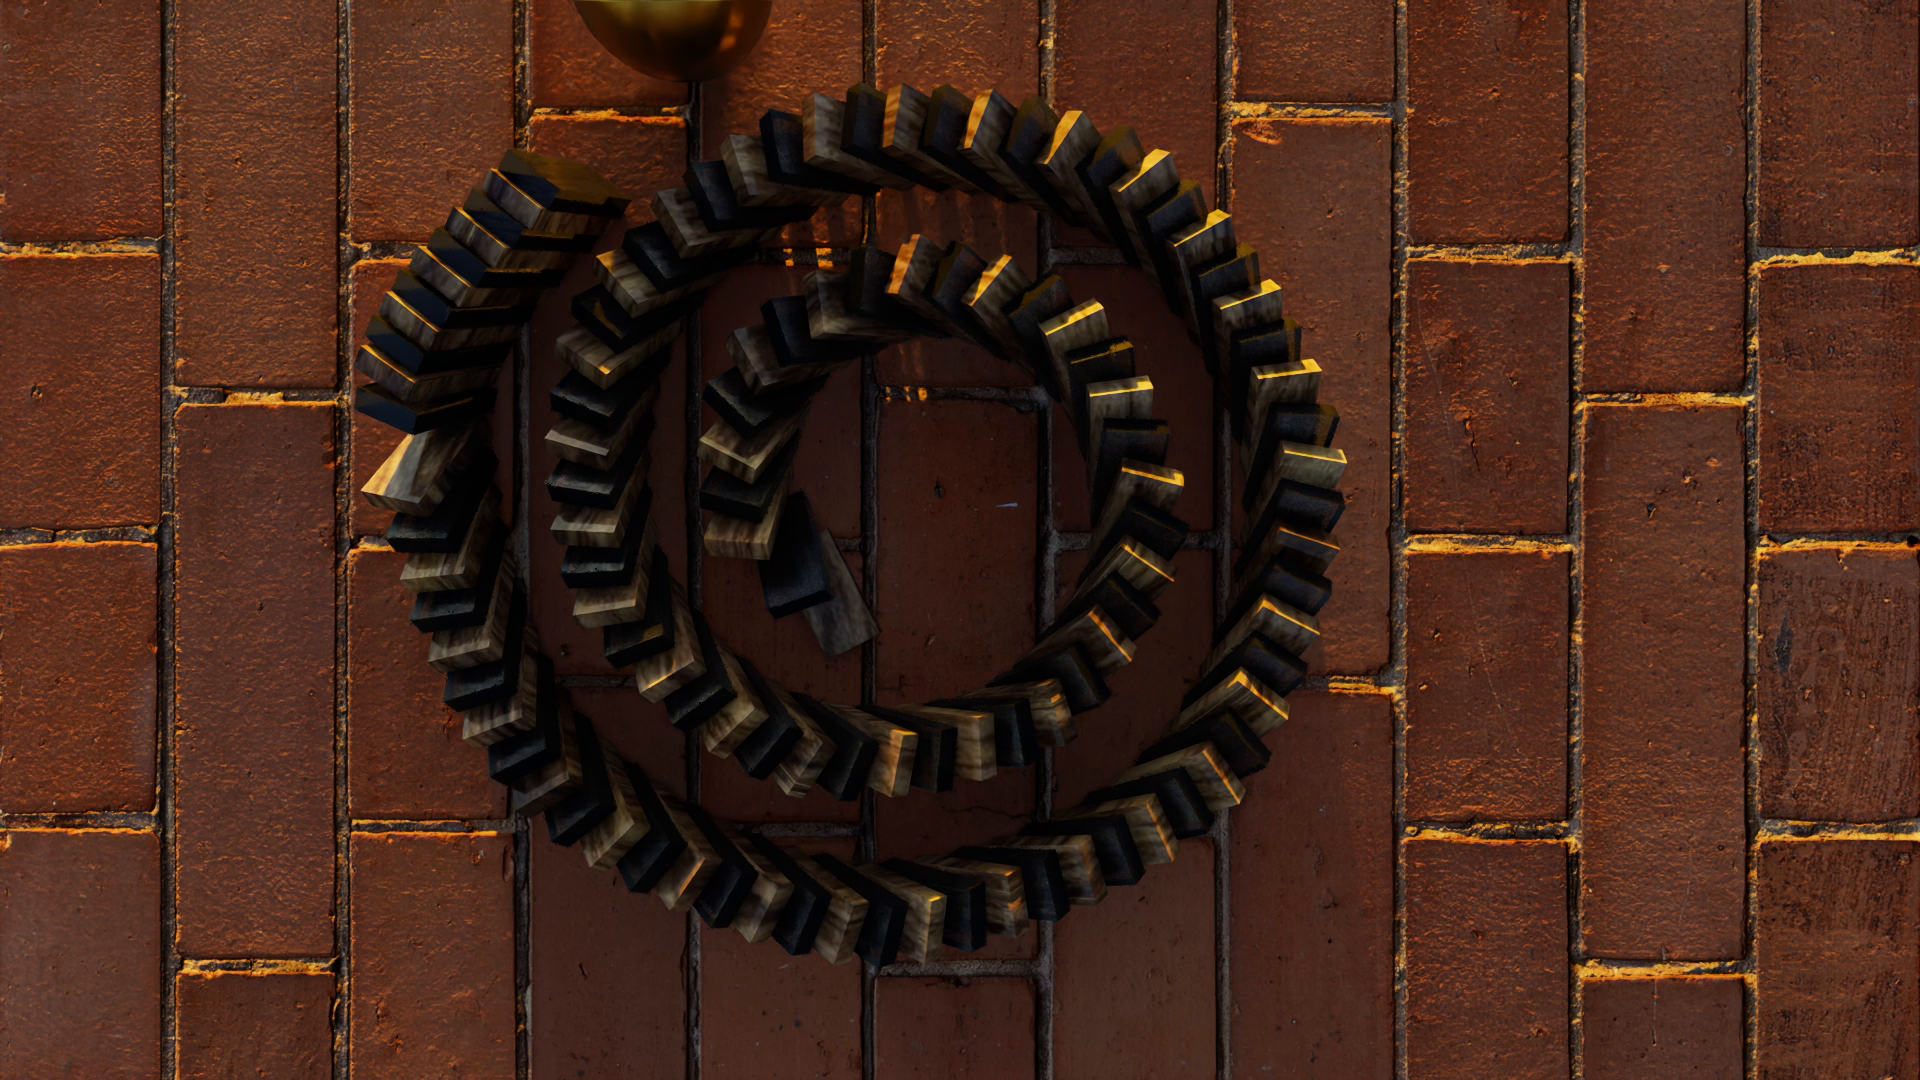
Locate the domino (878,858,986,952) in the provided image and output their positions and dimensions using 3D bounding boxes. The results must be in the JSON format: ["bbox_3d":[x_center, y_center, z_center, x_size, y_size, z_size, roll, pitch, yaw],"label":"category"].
[{"bbox_3d":[-0.012,0.151,0.381,0.050,0.009,0.025,-2,90,39],"label":"domino"}]

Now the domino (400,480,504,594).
[{"bbox_3d":[-0.210,-0.002,0.381,0.025,0.009,0.050,-6,51,0],"label":"domino"}]

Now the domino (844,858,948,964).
[{"bbox_3d":[-0.029,0.153,0.380,0.050,0.010,0.025,6,90,40],"label":"domino"}]

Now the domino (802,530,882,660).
[{"bbox_3d":[-0.057,0.023,0.395,0.025,0.010,0.050,-27,90,0],"label":"domino"}]

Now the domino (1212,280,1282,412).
[{"bbox_3d":[0.120,-0.080,0.381,0.025,0.010,0.050,-19,129,0],"label":"domino"}]

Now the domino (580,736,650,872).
[{"bbox_3d":[-0.149,0.109,0.381,0.025,0.010,0.050,-45,51,0],"label":"domino"}]

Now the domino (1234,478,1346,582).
[{"bbox_3d":[0.136,0.000,0.380,0.025,0.009,0.050,14,129,-1],"label":"domino"}]

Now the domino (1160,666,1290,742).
[{"bbox_3d":[0.109,0.076,0.381,0.025,0.009,0.050,38,129,0],"label":"domino"}]

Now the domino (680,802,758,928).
[{"bbox_3d":[-0.107,0.134,0.381,0.050,0.009,0.025,30,90,39],"label":"domino"}]

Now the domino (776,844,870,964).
[{"bbox_3d":[-0.061,0.150,0.380,0.050,0.010,0.025,19,91,39],"label":"domino"}]

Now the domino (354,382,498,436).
[{"bbox_3d":[-0.217,-0.058,0.375,0.025,0.050,0.009,24,111,0],"label":"domino"}]

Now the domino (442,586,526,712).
[{"bbox_3d":[-0.197,0.044,0.381,0.025,0.010,0.050,-17,51,0],"label":"domino"}]

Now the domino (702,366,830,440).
[{"bbox_3d":[-0.080,-0.064,0.380,0.025,0.009,0.050,43,47,0],"label":"domino"}]

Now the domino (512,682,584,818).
[{"bbox_3d":[-0.173,0.086,0.380,0.025,0.009,0.050,-30,51,0],"label":"domino"}]

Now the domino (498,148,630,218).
[{"bbox_3d":[-0.160,-0.145,0.375,0.025,0.050,0.009,38,110,0],"label":"domino"}]

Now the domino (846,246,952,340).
[{"bbox_3d":[-0.023,-0.102,0.379,0.050,0.009,0.025,5,90,-44],"label":"domino"}]

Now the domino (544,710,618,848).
[{"bbox_3d":[-0.161,0.098,0.380,0.025,0.009,0.050,-38,50,0],"label":"domino"}]

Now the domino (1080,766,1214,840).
[{"bbox_3d":[0.077,0.113,0.380,0.050,0.009,0.025,-30,91,39],"label":"domino"}]

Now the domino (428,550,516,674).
[{"bbox_3d":[-0.202,0.029,0.381,0.025,0.009,0.050,-14,51,0],"label":"domino"}]

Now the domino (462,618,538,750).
[{"bbox_3d":[-0.190,0.059,0.381,0.025,0.009,0.050,-20,51,0],"label":"domino"}]

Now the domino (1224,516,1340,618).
[{"bbox_3d":[0.133,0.015,0.381,0.025,0.010,0.050,18,129,0],"label":"domino"}]

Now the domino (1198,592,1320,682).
[{"bbox_3d":[0.123,0.046,0.381,0.025,0.009,0.050,27,129,0],"label":"domino"}]

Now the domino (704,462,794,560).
[{"bbox_3d":[-0.086,-0.014,0.379,0.025,0.010,0.050,5,45,1],"label":"domino"}]

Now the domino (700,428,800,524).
[{"bbox_3d":[-0.086,-0.030,0.379,0.025,0.010,0.050,15,46,0],"label":"domino"}]

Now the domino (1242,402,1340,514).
[{"bbox_3d":[0.136,-0.033,0.380,0.025,0.009,0.050,3,130,0],"label":"domino"}]

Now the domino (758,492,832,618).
[{"bbox_3d":[-0.071,0.006,0.383,0.025,0.010,0.050,-19,59,2],"label":"domino"}]

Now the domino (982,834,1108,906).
[{"bbox_3d":[0.035,0.137,0.381,0.050,0.009,0.025,-16,90,39],"label":"domino"}]

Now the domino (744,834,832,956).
[{"bbox_3d":[-0.077,0.146,0.381,0.050,0.010,0.025,23,90,39],"label":"domino"}]

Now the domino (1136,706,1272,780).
[{"bbox_3d":[0.100,0.091,0.380,0.025,0.010,0.050,49,130,0],"label":"domino"}]

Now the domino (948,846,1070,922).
[{"bbox_3d":[0.020,0.142,0.381,0.050,0.009,0.025,-13,90,39],"label":"domino"}]

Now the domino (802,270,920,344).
[{"bbox_3d":[-0.040,-0.096,0.379,0.050,0.010,0.025,-8,90,-43],"label":"domino"}]

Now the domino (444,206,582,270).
[{"bbox_3d":[-0.181,-0.123,0.375,0.025,0.050,0.009,38,110,0],"label":"domino"}]

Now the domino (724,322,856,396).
[{"bbox_3d":[-0.069,-0.079,0.380,0.050,0.010,0.025,-28,89,-42],"label":"domino"}]

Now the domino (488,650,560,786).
[{"bbox_3d":[-0.182,0.073,0.381,0.025,0.010,0.050,-27,51,0],"label":"domino"}]

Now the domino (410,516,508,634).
[{"bbox_3d":[-0.207,0.013,0.381,0.025,0.010,0.050,-8,51,0],"label":"domino"}]

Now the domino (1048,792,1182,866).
[{"bbox_3d":[0.063,0.122,0.380,0.050,0.009,0.025,-24,91,39],"label":"domino"}]

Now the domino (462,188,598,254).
[{"bbox_3d":[-0.174,-0.130,0.375,0.025,0.050,0.009,38,110,0],"label":"domino"}]

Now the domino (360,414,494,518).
[{"bbox_3d":[-0.219,-0.033,0.380,0.025,0.010,0.050,12,53,6],"label":"domino"}]

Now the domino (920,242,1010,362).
[{"bbox_3d":[0.009,-0.098,0.380,0.050,0.010,0.025,30,90,-43],"label":"domino"}]

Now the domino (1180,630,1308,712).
[{"bbox_3d":[0.117,0.062,0.381,0.025,0.010,0.050,33,129,0],"label":"domino"}]

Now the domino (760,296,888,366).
[{"bbox_3d":[-0.055,-0.088,0.380,0.050,0.010,0.025,-19,90,-41],"label":"domino"}]

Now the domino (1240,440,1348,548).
[{"bbox_3d":[0.137,-0.016,0.380,0.025,0.010,0.050,10,129,-1],"label":"domino"}]

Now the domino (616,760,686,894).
[{"bbox_3d":[-0.135,0.118,0.381,0.025,0.010,0.050,-51,51,0],"label":"domino"}]

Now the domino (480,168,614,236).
[{"bbox_3d":[-0.167,-0.137,0.375,0.025,0.050,0.010,38,110,0],"label":"domino"}]

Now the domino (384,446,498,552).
[{"bbox_3d":[-0.214,-0.018,0.380,0.025,0.010,0.050,1,52,2],"label":"domino"}]

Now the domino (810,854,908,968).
[{"bbox_3d":[-0.045,0.153,0.380,0.050,0.010,0.025,14,91,39],"label":"domino"}]

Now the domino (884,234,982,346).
[{"bbox_3d":[-0.006,-0.103,0.379,0.050,0.010,0.025,21,89,-43],"label":"domino"}]

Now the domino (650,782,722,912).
[{"bbox_3d":[-0.121,0.127,0.381,0.050,0.009,0.025,34,90,39],"label":"domino"}]

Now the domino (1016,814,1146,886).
[{"bbox_3d":[0.049,0.130,0.381,0.050,0.010,0.025,-21,90,39],"label":"domino"}]

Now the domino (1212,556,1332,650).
[{"bbox_3d":[0.129,0.031,0.381,0.025,0.009,0.050,24,129,0],"label":"domino"}]

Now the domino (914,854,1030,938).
[{"bbox_3d":[0.004,0.147,0.381,0.050,0.009,0.025,-8,90,39],"label":"domino"}]

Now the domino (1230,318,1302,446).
[{"bbox_3d":[0.127,-0.065,0.381,0.025,0.009,0.050,-14,129,0],"label":"domino"}]

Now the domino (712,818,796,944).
[{"bbox_3d":[-0.092,0.141,0.381,0.050,0.010,0.025,27,90,39],"label":"domino"}]

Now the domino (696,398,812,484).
[{"bbox_3d":[-0.084,-0.047,0.379,0.025,0.010,0.050,27,47,0],"label":"domino"}]

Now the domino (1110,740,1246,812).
[{"bbox_3d":[0.089,0.103,0.380,0.050,0.010,0.025,-34,91,40],"label":"domino"}]

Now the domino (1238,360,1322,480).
[{"bbox_3d":[0.132,-0.049,0.380,0.025,0.009,0.050,-7,130,0],"label":"domino"}]
